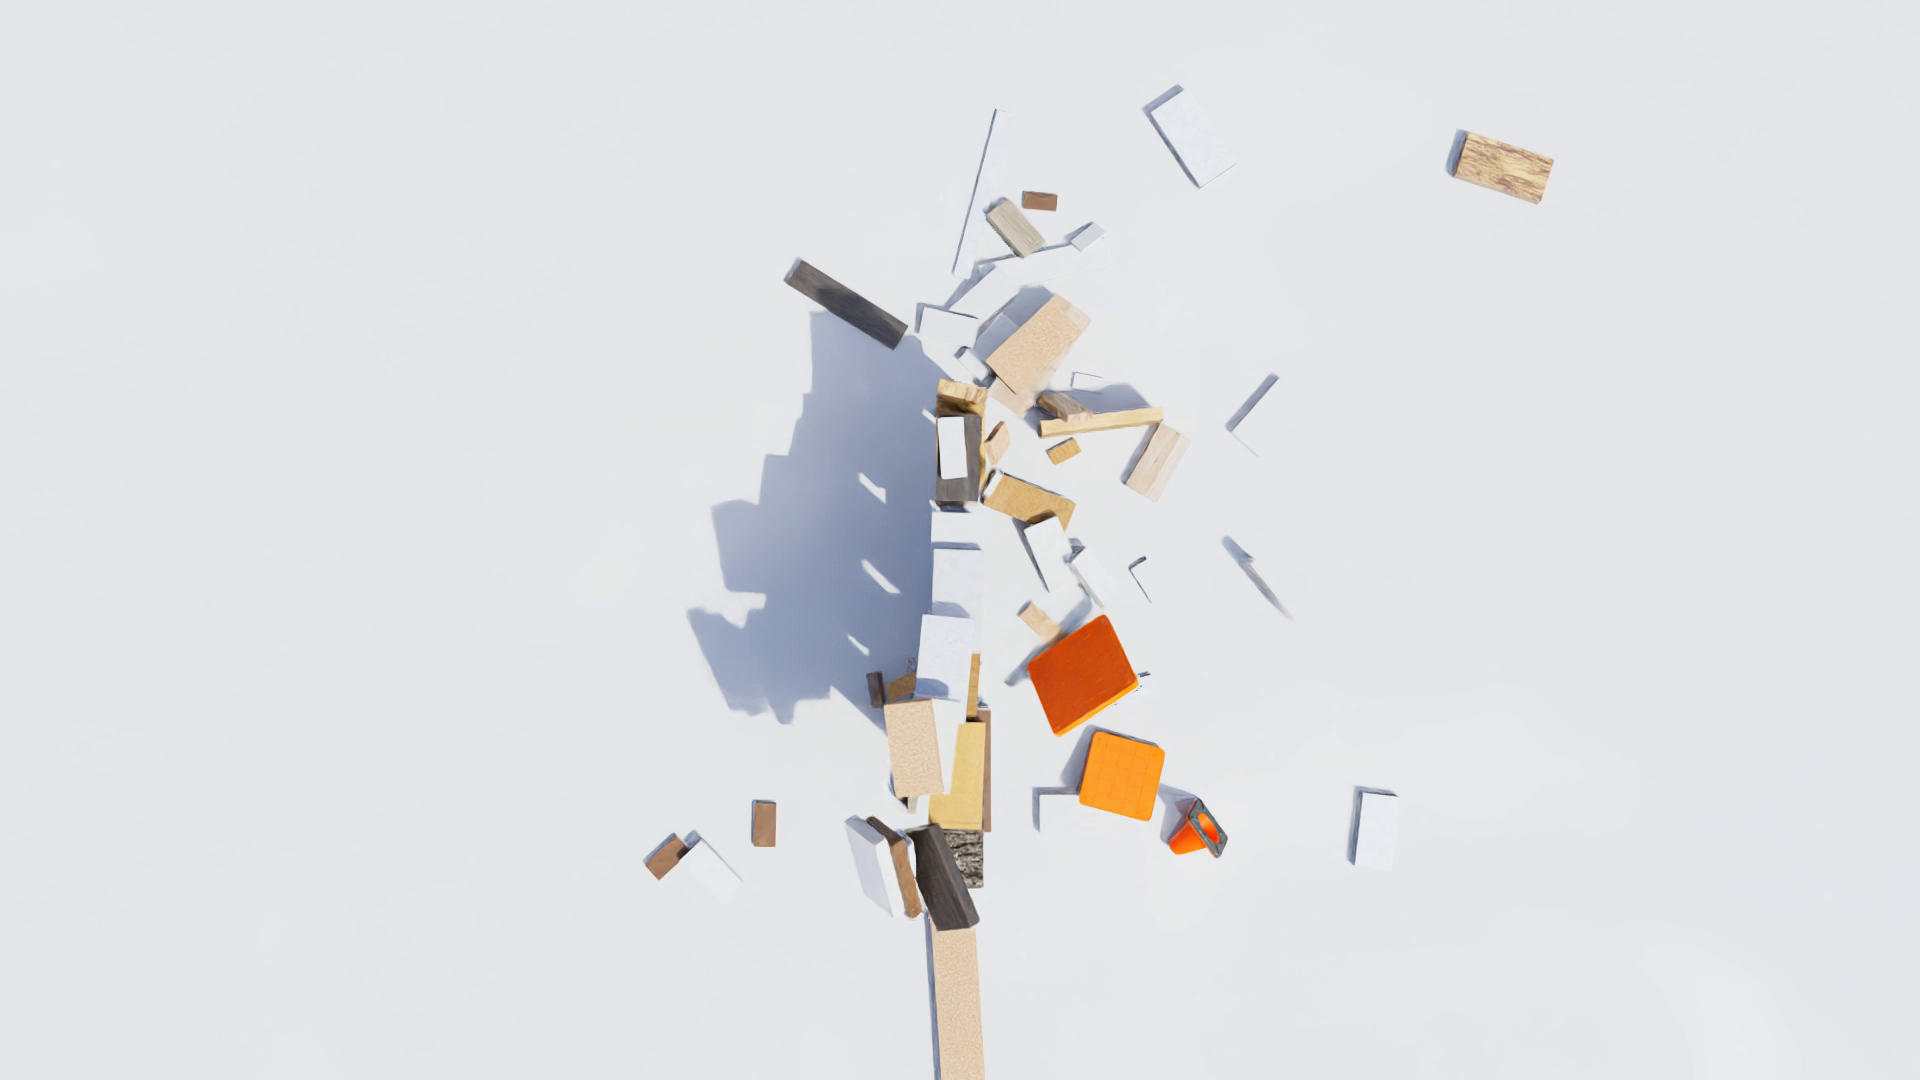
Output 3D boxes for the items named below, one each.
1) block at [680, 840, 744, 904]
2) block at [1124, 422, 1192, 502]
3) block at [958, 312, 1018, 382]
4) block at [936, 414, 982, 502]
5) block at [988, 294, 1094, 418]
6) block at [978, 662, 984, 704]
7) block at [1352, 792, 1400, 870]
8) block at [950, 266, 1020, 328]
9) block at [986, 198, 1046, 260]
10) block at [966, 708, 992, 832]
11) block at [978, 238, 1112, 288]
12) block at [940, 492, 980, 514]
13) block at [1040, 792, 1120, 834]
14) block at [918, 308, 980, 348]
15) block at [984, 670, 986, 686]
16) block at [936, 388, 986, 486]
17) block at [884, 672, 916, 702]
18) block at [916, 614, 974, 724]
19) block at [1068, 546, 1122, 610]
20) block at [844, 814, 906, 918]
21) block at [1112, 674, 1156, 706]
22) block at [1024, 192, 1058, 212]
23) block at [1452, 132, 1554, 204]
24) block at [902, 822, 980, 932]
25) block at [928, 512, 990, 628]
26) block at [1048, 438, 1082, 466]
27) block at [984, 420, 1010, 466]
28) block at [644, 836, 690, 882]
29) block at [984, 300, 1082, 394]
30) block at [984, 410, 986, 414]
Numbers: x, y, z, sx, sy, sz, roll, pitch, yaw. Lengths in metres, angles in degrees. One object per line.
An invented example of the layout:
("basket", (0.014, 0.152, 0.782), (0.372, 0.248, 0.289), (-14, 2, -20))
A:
("block", (-0.825, 1.099, 5.475), (0.100, 0.028, 0.201), (-43, 96, 0))
("block", (0.659, -0.256, 5.483), (0.119, 0.034, 0.238), (30, 91, -1))
("block", (0.107, -0.640, 5.485), (0.108, 0.030, 0.215), (42, 90, 0))
("block", (-0.004, -0.242, 4.879), (0.127, 0.036, 0.254), (2, 90, 0))
("block", (0.262, -0.607, 5.445), (0.149, 0.042, 0.399), (35, 92, -2))
("block", (0.000, 0.539, 5.174), (0.152, 0.043, 0.304), (0, 90, 0))
("block", (1.384, 0.967, 5.483), (0.123, 0.035, 0.246), (7, 90, 0))
("block", (0.079, -0.793, 5.462), (0.215, 0.030, 0.108), (-40, 90, 12))
("block", (0.186, -1.032, 5.470), (0.094, 0.027, 0.188), (-39, 86, -12))
("block", (0.002, 0.666, 4.774), (0.176, 0.050, 0.353), (0, 90, 0))
("block", (0.284, -0.911, 5.487), (0.434, 0.027, 0.094), (-12, 90, 0))
("block", (0.000, -0.038, 5.234), (0.124, 0.035, 0.248), (0, 90, 0))
("block", (0.397, 0.910, 5.481), (0.264, 0.037, 0.132), (0, 90, 0))
("block", (-0.035, -0.704, 5.463), (0.188, 0.027, 0.094), (14, 99, 10))
("block", (0.003, 0.438, 5.348), (0.152, 0.304, 0.043), (-1, 90, 0))
("block", (0.002, -0.320, 5.174), (0.152, 0.043, 0.304), (-1, 90, 0))
("block", (-0.190, 0.487, 5.492), (0.117, 0.017, 0.059), (-24, 90, 0))
("block", (-0.046, 0.367, 4.692), (0.148, 0.042, 0.297), (5, 86, 1))
("block", (0.444, 0.124, 5.448), (0.095, 0.027, 0.191), (-42, 100, -35))
("block", (-0.240, 0.920, 4.644), (0.041, 0.145, 0.290), (-31, 129, -27))
("block", (0.580, 0.499, 5.490), (0.137, 0.019, 0.068), (-16, 90, 0))
("block", (0.269, -1.126, 5.492), (0.109, 0.015, 0.054), (5, 90, 0))
("block", (1.805, -1.235, 5.479), (0.296, 0.042, 0.148), (18, 90, 0))
("block", (-0.061, 0.949, 4.636), (0.043, 0.150, 0.301), (-24, 92, -42))
("block", (-0.004, 0.088, 4.858), (0.167, 0.047, 0.334), (2, 90, 0))
("block", (0.349, -0.292, 5.493), (0.102, 0.014, 0.051), (-27, 90, 0))
("block", (0.113, -0.291, 4.939), (0.021, 0.150, 0.075), (-5, 117, 22))
("block", (-0.972, 1.058, 5.490), (0.143, 0.020, 0.072), (-43, 90, 0))
("block", (0.241, -0.632, 5.399), (0.297, 0.042, 0.148), (-43, 89, 2))
("block", (0.003, -0.420, 5.348), (0.152, 0.304, 0.043), (0, 90, 0))
